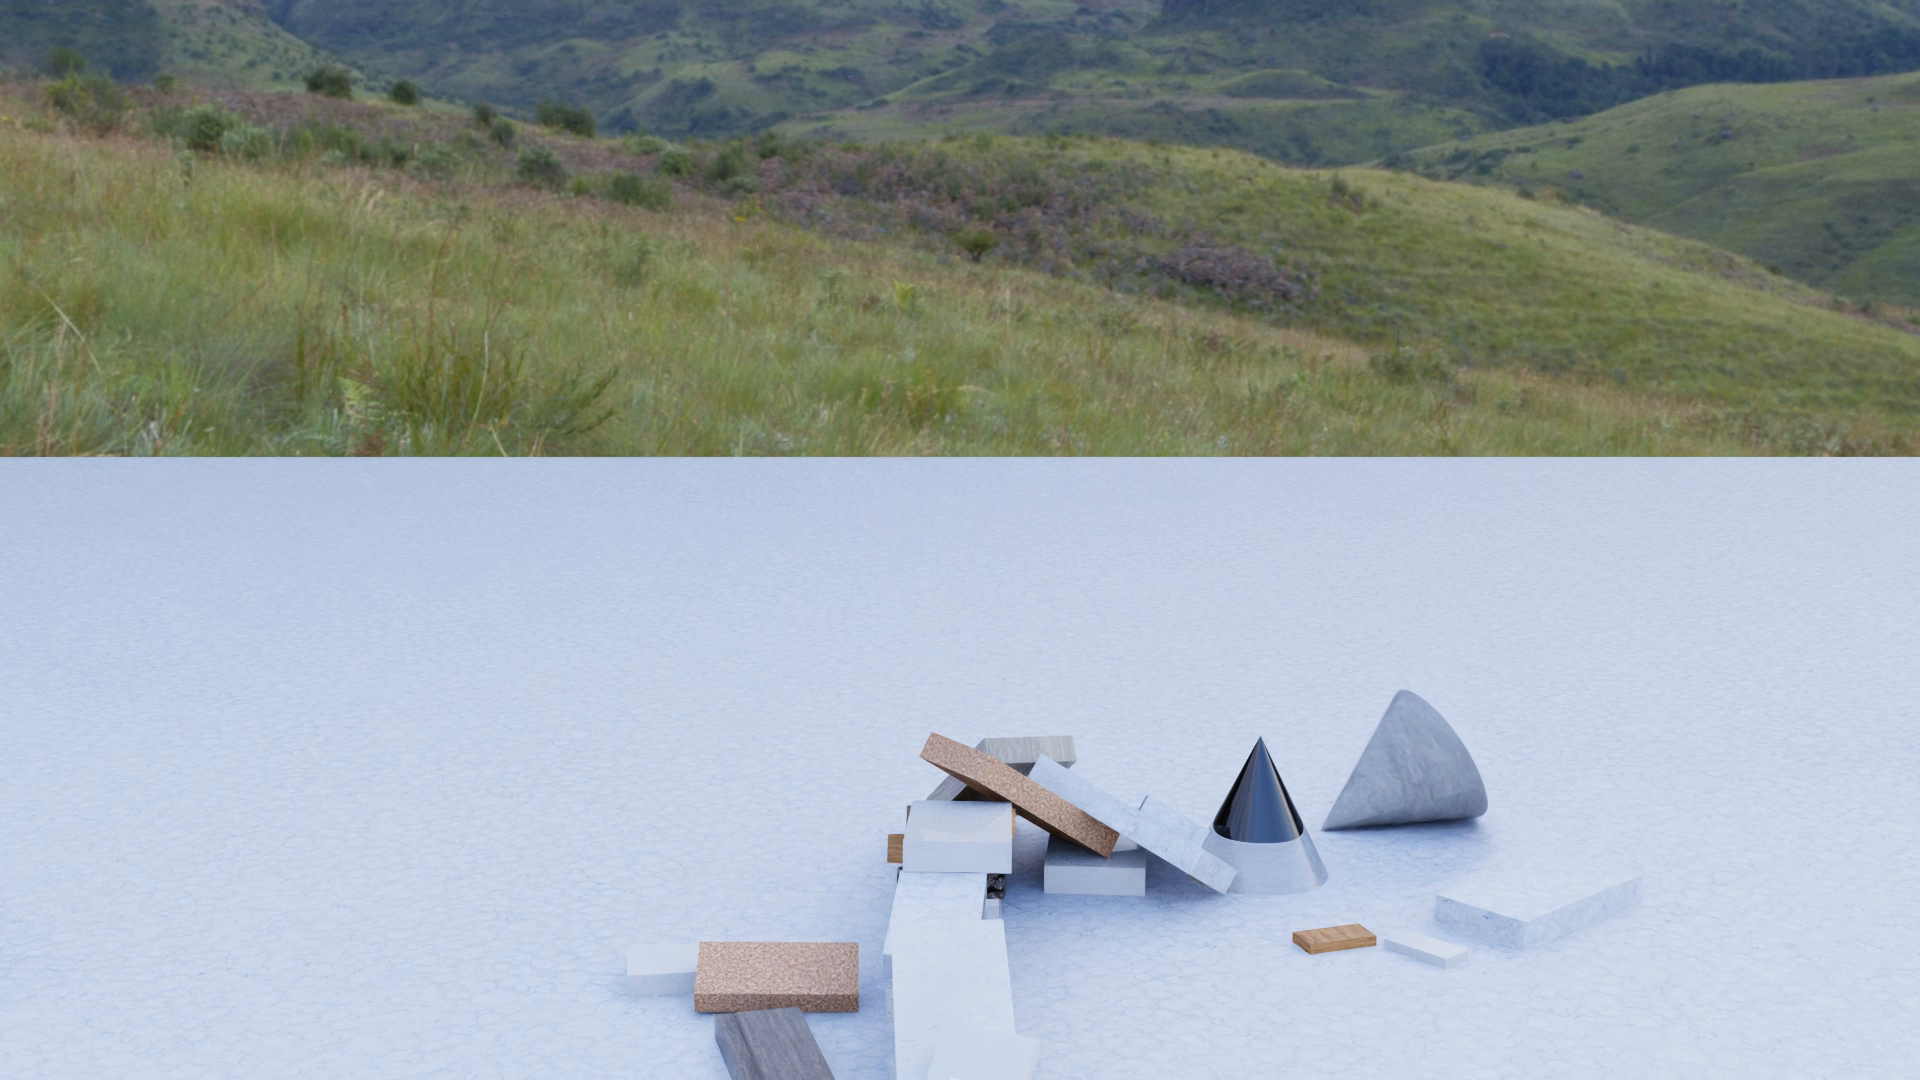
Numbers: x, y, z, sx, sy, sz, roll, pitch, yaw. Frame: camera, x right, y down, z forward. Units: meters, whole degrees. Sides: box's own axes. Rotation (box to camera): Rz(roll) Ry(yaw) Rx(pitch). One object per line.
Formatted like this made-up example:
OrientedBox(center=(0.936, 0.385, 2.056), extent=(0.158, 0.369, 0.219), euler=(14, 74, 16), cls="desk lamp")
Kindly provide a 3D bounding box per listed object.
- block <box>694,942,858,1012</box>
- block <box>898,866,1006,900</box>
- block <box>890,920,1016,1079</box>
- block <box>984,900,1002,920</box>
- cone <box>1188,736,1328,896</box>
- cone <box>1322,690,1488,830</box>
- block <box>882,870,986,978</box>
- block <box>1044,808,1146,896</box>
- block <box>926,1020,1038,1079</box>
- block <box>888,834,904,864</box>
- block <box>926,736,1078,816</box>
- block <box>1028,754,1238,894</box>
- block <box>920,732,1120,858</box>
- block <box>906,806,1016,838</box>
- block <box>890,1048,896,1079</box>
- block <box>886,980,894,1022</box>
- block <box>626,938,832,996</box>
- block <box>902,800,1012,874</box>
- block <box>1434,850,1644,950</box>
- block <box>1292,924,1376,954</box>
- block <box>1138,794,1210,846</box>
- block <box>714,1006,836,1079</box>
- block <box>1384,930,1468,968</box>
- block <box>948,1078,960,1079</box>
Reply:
OrientedBox(center=(-0.266, 0.637, 3.211), extent=(0.235, 0.033, 0.117), euler=(1, 28, -3), cls="block")
OrientedBox(center=(-0.010, 0.539, 3.478), extent=(0.161, 0.046, 0.322), euler=(0, -8, 2), cls="block")
OrientedBox(center=(-0.010, 0.618, 2.891), extent=(0.154, 0.044, 0.309), euler=(-2, 30, -2), cls="block")
OrientedBox(center=(-0.002, 0.575, 3.434), extent=(0.129, 0.037, 0.258), euler=(0, -8, 2), cls="block")
OrientedBox(center=(0.510, 0.451, 3.754), extent=(0.243, 0.243, 0.243), euler=(0, 11, 0), cls="cone")
OrientedBox(center=(0.770, 0.461, 4.026), extent=(0.272, 0.272, 0.272), euler=(-30, 18, -12), cls="cone")
OrientedBox(center=(-0.033, 0.549, 3.147), extent=(0.129, 0.037, 0.258), euler=(1, 18, 4), cls="block")
OrientedBox(center=(0.240, 0.537, 3.825), extent=(0.168, 0.048, 0.336), euler=(1, 11, 5), cls="block")
OrientedBox(center=(0.010, 0.699, 2.686), extent=(0.119, 0.034, 0.239), euler=(9, 38, 12), cls="block")
OrientedBox(center=(-0.020, 0.517, 3.678), extent=(0.161, 0.046, 0.322), euler=(1, -7, 6), cls="block")
OrientedBox(center=(0.070, 0.427, 3.906), extent=(0.164, 0.047, 0.329), euler=(0, -25, -20), cls="block")
OrientedBox(center=(0.289, 0.476, 3.689), extent=(0.344, 0.047, 0.164), euler=(28, -5, 33), cls="block")
OrientedBox(center=(0.101, 0.427, 3.678), extent=(0.328, 0.047, 0.164), euler=(34, -11, -34), cls="block")
OrientedBox(center=(-0.003, 0.480, 3.758), extent=(0.168, 0.048, 0.336), euler=(2, -7, -3), cls="block")
OrientedBox(center=(-0.011, 0.706, 2.926), extent=(0.154, 0.044, 0.309), euler=(0, 11, 3), cls="block")
OrientedBox(center=(-0.016, 0.636, 3.123), extent=(0.154, 0.044, 0.309), euler=(0, -2, 3), cls="block")
OrientedBox(center=(-0.344, 0.641, 3.305), extent=(0.308, 0.033, 0.117), euler=(-1, 11, -7), cls="block")
OrientedBox(center=(0.000, 0.459, 3.418), extent=(0.161, 0.046, 0.322), euler=(1, 4, 1), cls="block")
OrientedBox(center=(0.944, 0.583, 3.579), extent=(0.336, 0.048, 0.168), euler=(-9, 14, -41), cls="block")
OrientedBox(center=(0.586, 0.624, 3.441), extent=(0.116, 0.016, 0.058), euler=(-4, 11, -19), cls="block")
OrientedBox(center=(0.367, 0.485, 3.801), extent=(0.117, 0.033, 0.235), euler=(30, -4, 7), cls="block")
OrientedBox(center=(-0.248, 0.705, 2.958), extent=(0.119, 0.034, 0.296), euler=(-3, 11, -15), cls="block")
OrientedBox(center=(0.720, 0.632, 3.398), extent=(0.058, 0.016, 0.116), euler=(-9, 14, -41), cls="block")
OrientedBox(center=(0.006, 0.733, 2.561), extent=(0.119, 0.034, 0.239), euler=(4, 34, 21), cls="block")
